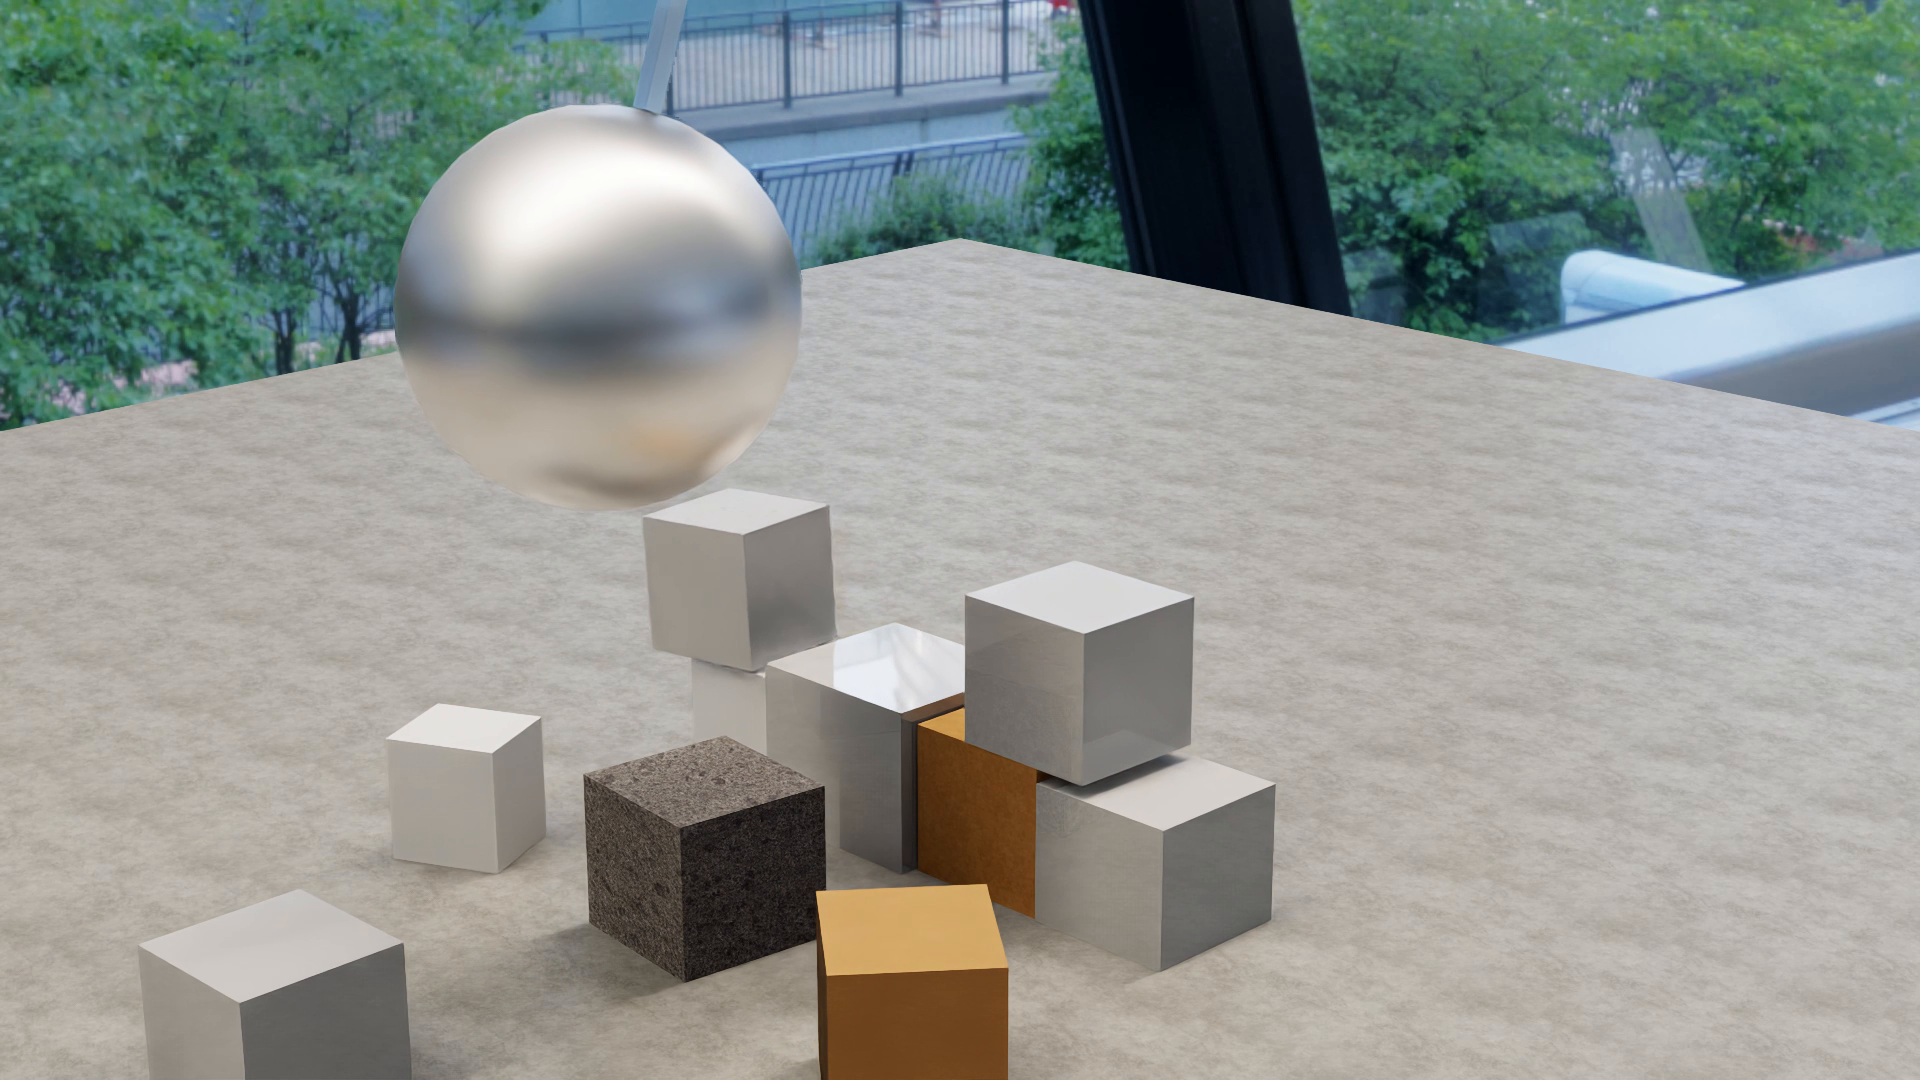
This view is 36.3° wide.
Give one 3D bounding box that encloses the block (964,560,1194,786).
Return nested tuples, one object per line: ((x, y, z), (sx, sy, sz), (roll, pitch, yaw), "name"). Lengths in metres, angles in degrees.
((0.524, 0.575, 12.955), (0.701, 0.694, 0.723), (-16, 24, -42), "block")

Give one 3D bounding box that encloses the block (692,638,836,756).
((-0.859, 0.859, 14.529), (0.619, 0.641, 0.696), (-17, 23, -42), "block")

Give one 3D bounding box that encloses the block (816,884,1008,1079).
((-0.193, 1.829, 11.324), (0.676, 0.721, 0.757), (-2, 18, -5), "block")

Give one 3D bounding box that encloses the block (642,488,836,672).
((-1.081, 0.185, 14.448), (0.669, 0.683, 0.620), (10, 20, 38), "block")

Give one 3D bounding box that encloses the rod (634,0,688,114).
((-0.616, -4.210, 11.373), (0.080, 5.200, 0.080), (17, 4, 42), "rod")

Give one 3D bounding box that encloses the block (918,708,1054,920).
((0.334, 1.179, 13.392), (0.746, 0.721, 0.746), (-17, 24, -42), "block")

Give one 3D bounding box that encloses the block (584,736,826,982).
((-1.110, 1.375, 12.788), (0.743, 0.708, 0.762), (-13, 22, -36), "block")

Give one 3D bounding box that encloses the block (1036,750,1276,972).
((0.855, 1.373, 12.888), (0.742, 0.652, 0.737), (-17, 24, -42), "block")

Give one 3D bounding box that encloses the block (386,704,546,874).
((-2.297, 1.154, 13.677), (0.545, 0.597, 0.486), (6, 18, 18), "block")

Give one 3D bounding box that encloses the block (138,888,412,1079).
((-2.655, 1.855, 11.388), (0.713, 0.631, 0.731), (16, 24, 42), "block")

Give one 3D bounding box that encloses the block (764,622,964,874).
((-0.293, 0.970, 13.938), (0.847, 0.791, 0.932), (-17, 24, -42), "block")

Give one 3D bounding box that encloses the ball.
((-1.421, -0.913, 11.566), (1.600, 1.600, 1.600), (0, 17, 0), "ball")
